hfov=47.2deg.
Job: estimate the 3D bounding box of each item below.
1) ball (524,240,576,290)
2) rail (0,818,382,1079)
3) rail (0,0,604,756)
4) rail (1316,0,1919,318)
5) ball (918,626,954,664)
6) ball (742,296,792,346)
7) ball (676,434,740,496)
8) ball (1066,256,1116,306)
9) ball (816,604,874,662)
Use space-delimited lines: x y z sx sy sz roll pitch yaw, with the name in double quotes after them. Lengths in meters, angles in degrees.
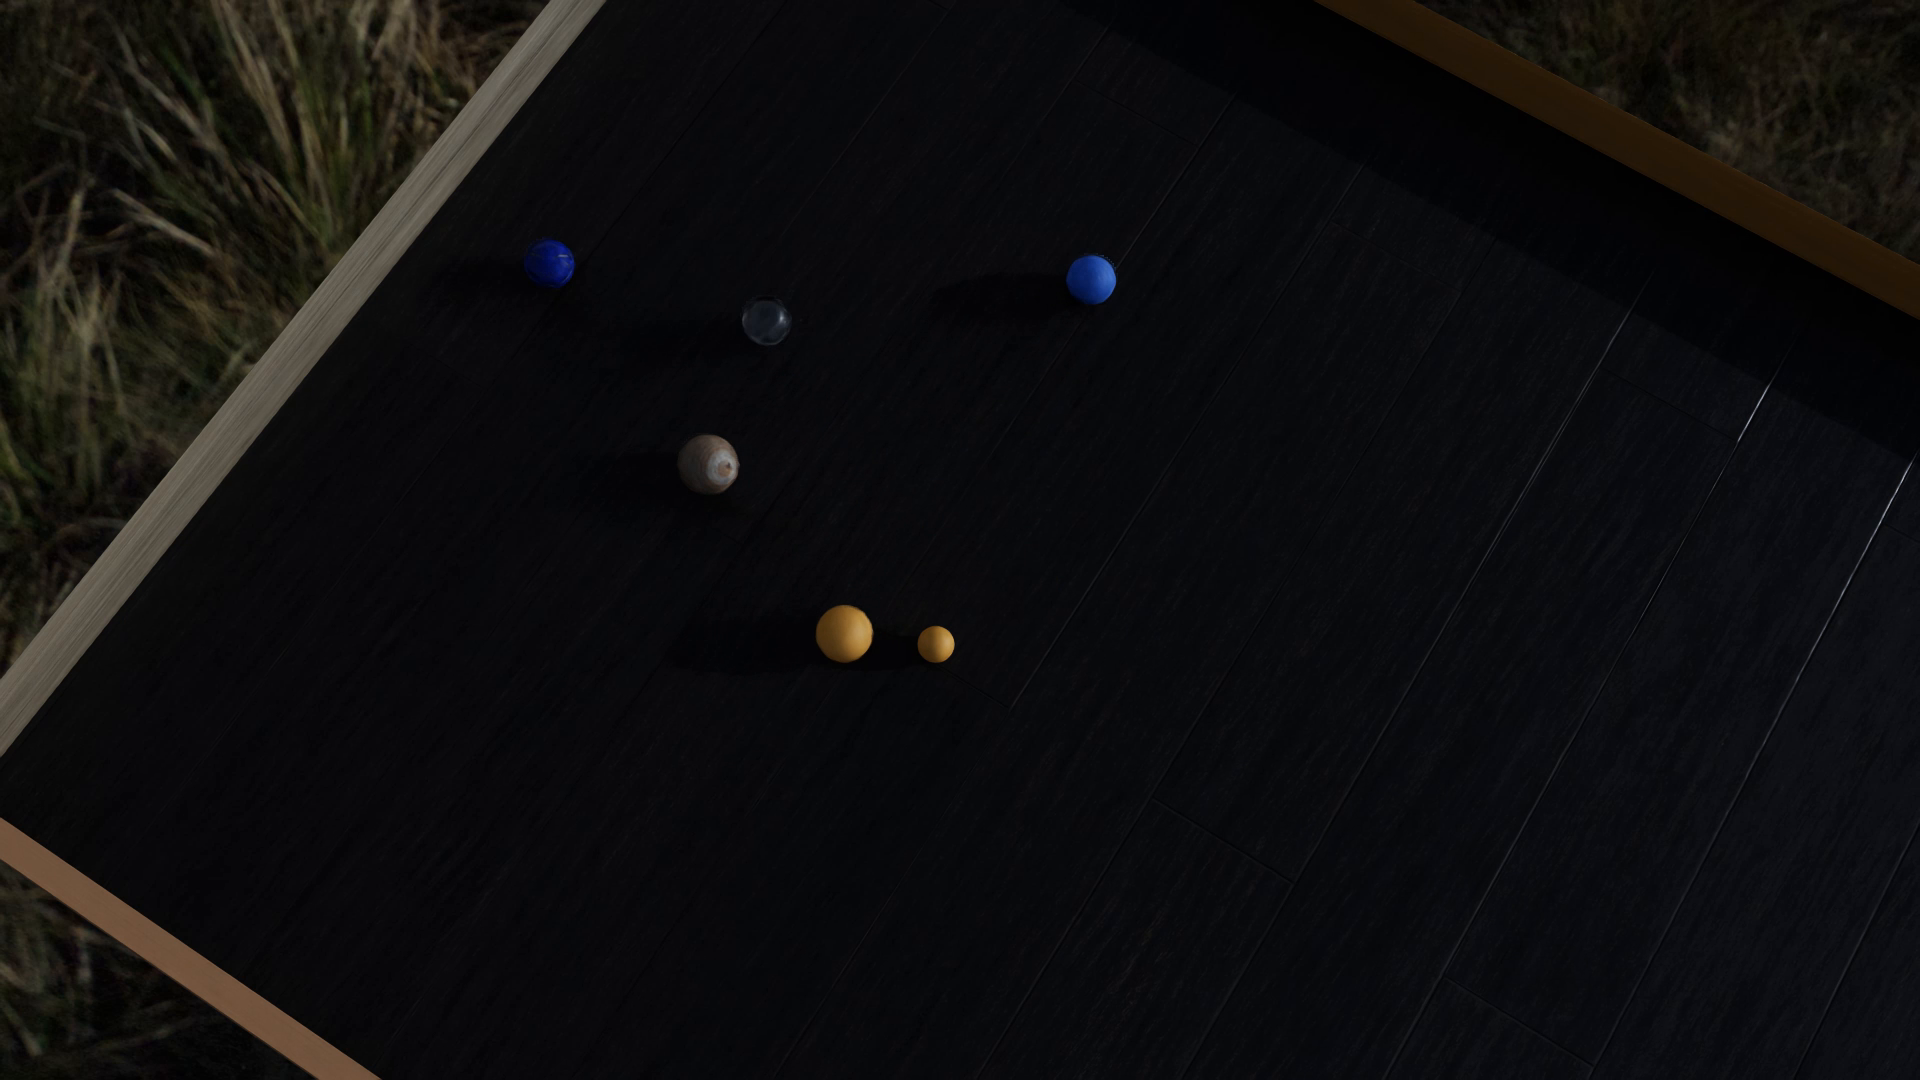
-0.669 -0.449 3.586 0.082 0.082 0.082 0 70 0 "ball"
0.283 1.453 2.884 4.277 0.127 0.045 31 73 10 "rail"
-0.883 -0.535 3.592 0.045 0.127 2.363 31 73 10 "rail"
1.523 -0.390 3.540 4.277 0.127 0.045 31 73 10 "rail"
-0.037 0.161 3.382 0.057 0.057 0.057 0 70 0 "ball"
-0.312 -0.354 3.553 0.080 0.080 0.080 0 70 0 "ball"
-0.396 -0.118 3.460 0.097 0.097 0.097 0 70 0 "ball"
0.213 -0.423 3.577 0.081 0.081 0.081 0 70 0 "ball"
-0.177 0.143 3.372 0.089 0.089 0.089 0 70 0 "ball"
